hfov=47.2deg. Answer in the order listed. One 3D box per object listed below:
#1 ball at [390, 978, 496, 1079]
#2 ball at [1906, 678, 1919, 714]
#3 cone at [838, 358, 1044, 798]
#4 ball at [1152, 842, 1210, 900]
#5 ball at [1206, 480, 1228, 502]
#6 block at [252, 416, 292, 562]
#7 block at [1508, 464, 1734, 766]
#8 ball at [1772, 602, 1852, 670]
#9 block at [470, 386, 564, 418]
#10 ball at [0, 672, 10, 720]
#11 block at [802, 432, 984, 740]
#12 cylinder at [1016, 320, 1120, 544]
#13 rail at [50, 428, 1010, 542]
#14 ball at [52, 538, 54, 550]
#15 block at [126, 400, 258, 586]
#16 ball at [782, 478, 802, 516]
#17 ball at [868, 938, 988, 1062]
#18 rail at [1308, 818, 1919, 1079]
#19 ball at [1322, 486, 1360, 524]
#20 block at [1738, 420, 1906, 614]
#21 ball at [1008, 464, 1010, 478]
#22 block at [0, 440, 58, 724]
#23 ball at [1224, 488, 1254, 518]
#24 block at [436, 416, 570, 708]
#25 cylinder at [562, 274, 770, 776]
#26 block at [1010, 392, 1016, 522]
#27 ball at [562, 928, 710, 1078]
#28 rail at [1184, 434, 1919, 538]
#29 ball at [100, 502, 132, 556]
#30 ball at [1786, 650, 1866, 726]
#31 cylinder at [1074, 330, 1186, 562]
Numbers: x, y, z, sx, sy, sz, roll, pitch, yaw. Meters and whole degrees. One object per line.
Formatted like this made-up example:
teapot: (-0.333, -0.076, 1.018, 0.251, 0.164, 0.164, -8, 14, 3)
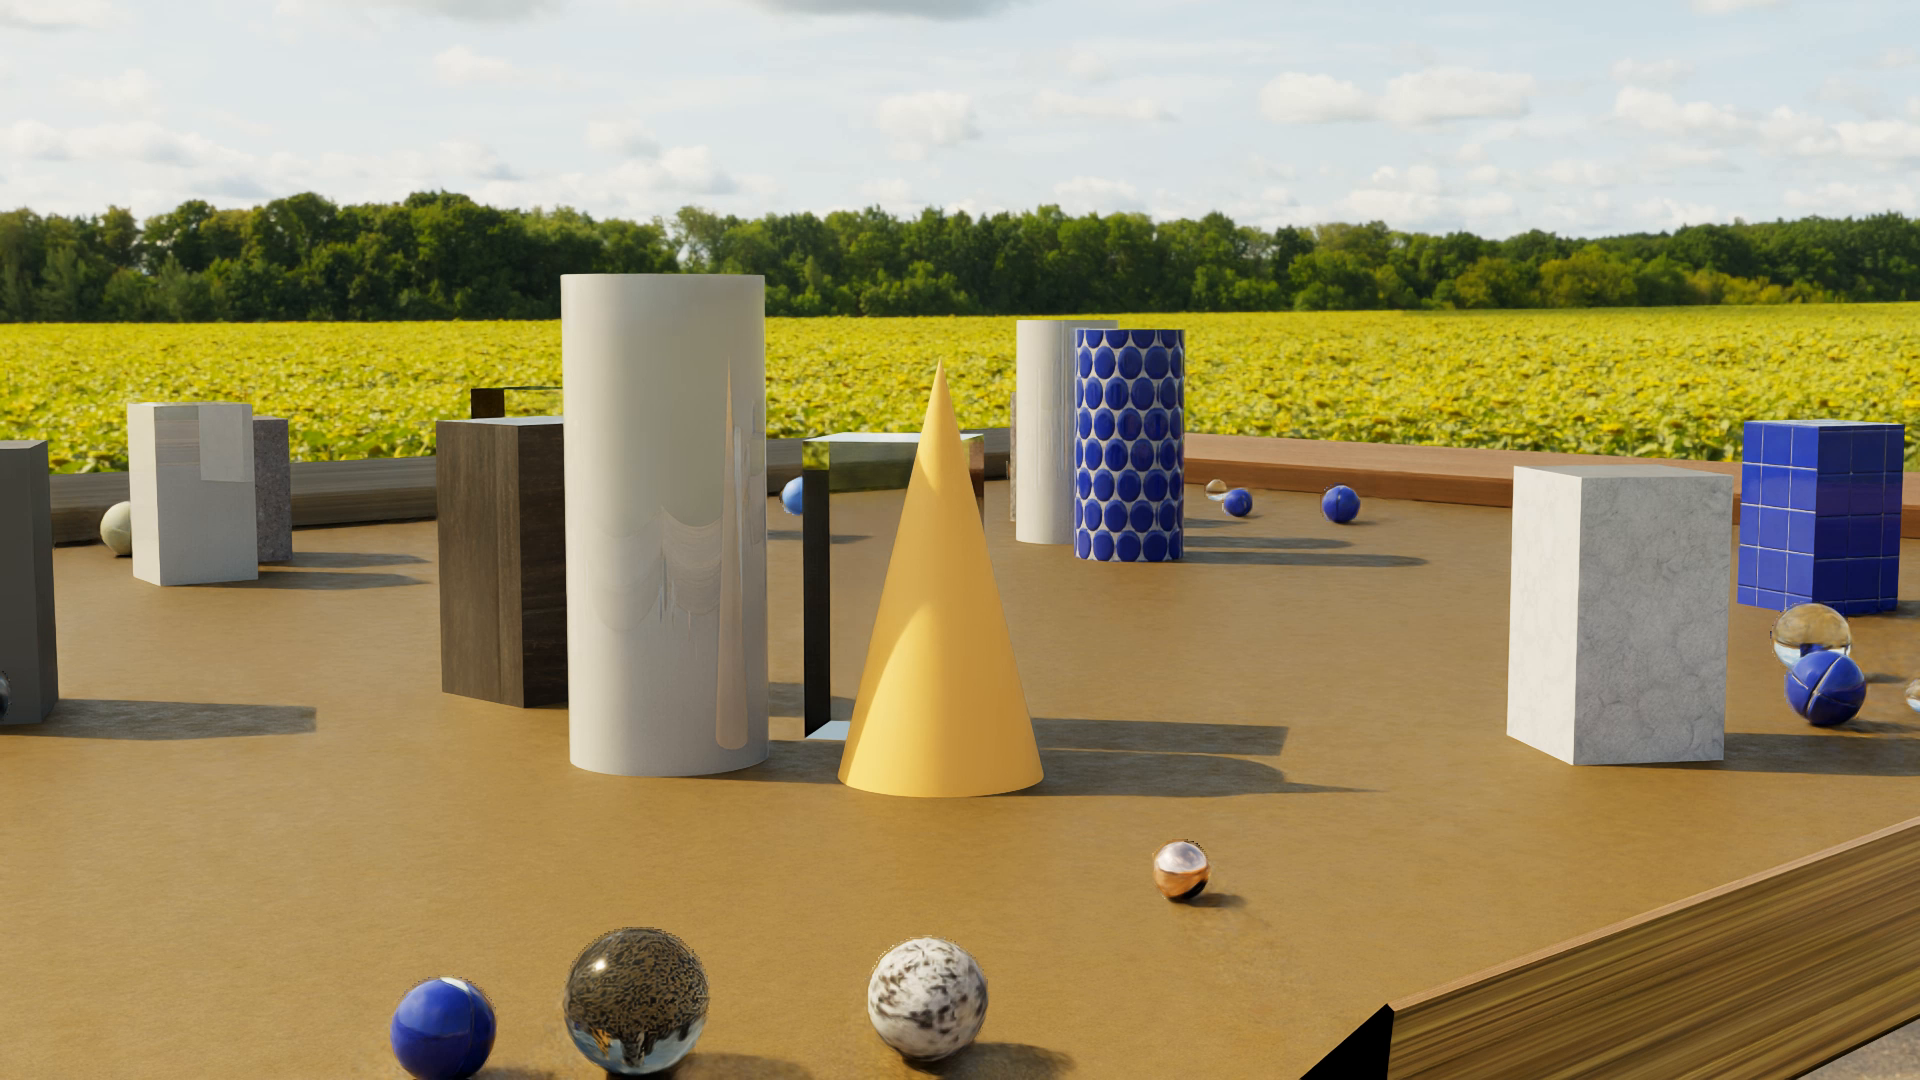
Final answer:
ball: (-0.299, 0.284, 1.271, 0.060, 0.060, 0.060, 0, 6, 0)
ball: (1.067, 0.172, 2.428, 0.042, 0.042, 0.042, 0, 6, 0)
cone: (-0.018, 0.026, 2.097, 0.199, 0.403, 0.199, 0, 6, 0)
ball: (0.167, 0.251, 1.668, 0.044, 0.044, 0.044, 0, 6, 0)
ball: (0.601, -0.116, 5.156, 0.051, 0.051, 0.051, 0, 6, 0)
block: (-1.306, -0.093, 3.962, 0.159, 0.252, 0.159, -3, 7, -29)
block: (0.668, 0.071, 2.238, 0.159, 0.284, 0.159, -1, 6, -9)
ball: (1.040, 0.122, 2.683, 0.090, 0.090, 0.090, 0, 6, 0)
block: (-0.773, -0.124, 4.007, 0.159, 0.305, 0.159, 4, 7, 31)
ball: (-1.044, 0.165, 2.317, 0.080, 0.080, 0.080, 0, 6, 0)
block: (-0.068, 0.046, 2.342, 0.159, 0.311, 0.159, 1, 6, 12)
cylinder: (0.209, -0.214, 4.279, 0.199, 0.426, 0.199, 0, 6, 0)
rail: (-1.240, -0.106, 4.668, 4.076, 0.129, 0.045, -5, 8, -42)
ball: (-1.602, 0.007, 3.764, 0.094, 0.094, 0.094, 0, 6, 0)
block: (-1.279, -0.082, 3.662, 0.159, 0.292, 0.159, -4, 7, -35)
ball: (-0.345, -0.095, 4.796, 0.083, 0.083, 0.083, 0, 6, 0)
ball: (-0.019, 0.274, 1.311, 0.072, 0.072, 0.072, 0, 6, 0)
rail: (1.240, 0.173, 1.995, 4.076, 0.129, 0.045, -5, 8, -42)
ball: (0.801, -0.074, 4.619, 0.079, 0.079, 0.079, 0, 6, 0)
block: (1.290, -0.037, 3.300, 0.159, 0.278, 0.159, -2, 6, -20)
ball: (0.164, -0.174, 5.536, 0.088, 0.088, 0.088, 0, 6, 0)
block: (-1.094, 0.044, 2.423, 0.159, 0.298, 0.159, -2, 6, -16)
ball: (0.603, -0.081, 4.757, 0.063, 0.063, 0.063, 0, 6, 0)
block: (-0.495, 0.019, 2.566, 0.159, 0.318, 0.159, 5, 8, 42)
cylinder: (-0.291, -0.021, 2.181, 0.199, 0.479, 0.199, 0, 6, 0)
block: (0.219, -0.178, 4.665, 0.159, 0.275, 0.159, 5, 8, 41)
ball: (-0.189, 0.270, 1.285, 0.085, 0.085, 0.085, 0, 6, 0)
rail: (1.481, -0.108, 4.691, 0.045, 0.129, 3.704, -5, 8, -42)
ball: (-1.514, -0.021, 4.008, 0.099, 0.099, 0.099, 0, 6, 0)
ball: (0.933, 0.159, 2.368, 0.081, 0.081, 0.081, 0, 6, 0)
cylinder: (0.307, -0.175, 3.988, 0.199, 0.411, 0.199, 0, 6, 0)
